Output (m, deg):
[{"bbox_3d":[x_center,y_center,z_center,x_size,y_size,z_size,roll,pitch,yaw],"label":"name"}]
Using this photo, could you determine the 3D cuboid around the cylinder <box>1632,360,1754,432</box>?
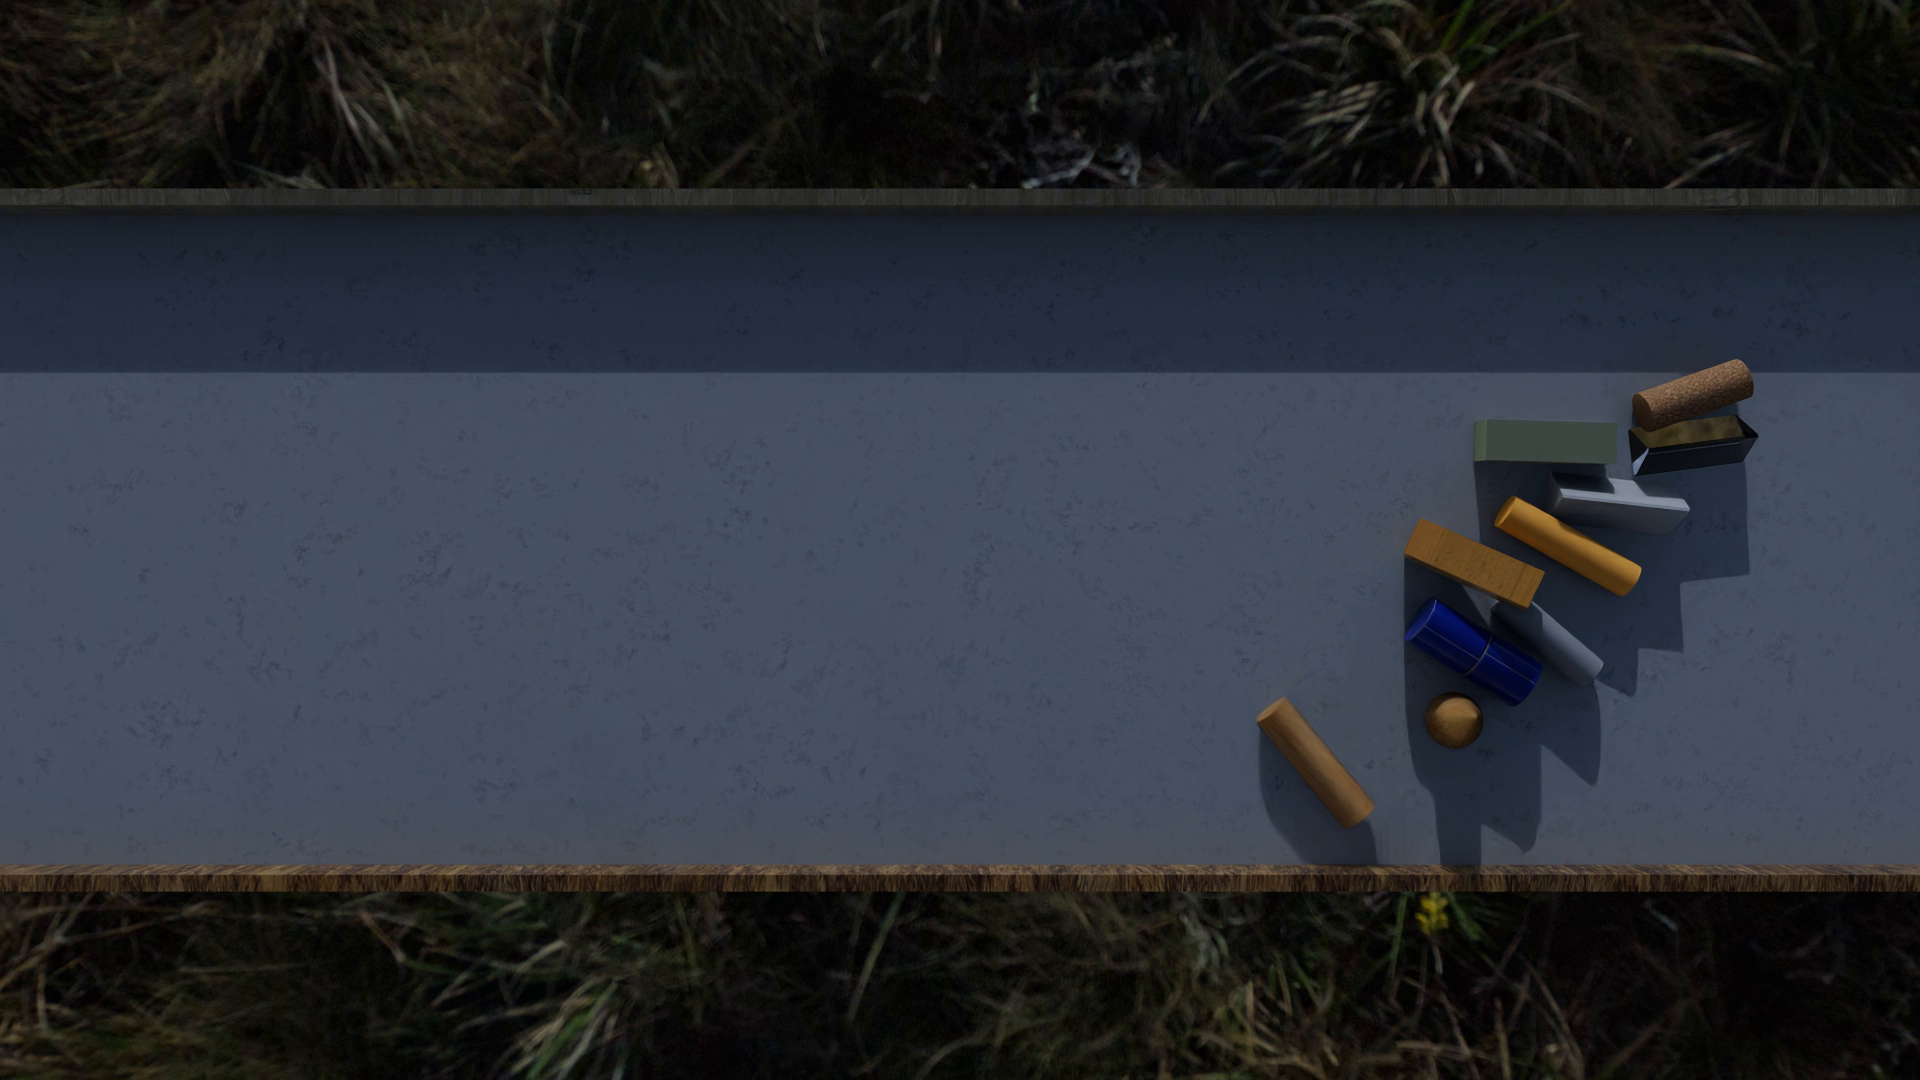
[{"bbox_3d":[2.226,-0.438,5.014,0.318,0.126,0.126,-19,90,0],"label":"cylinder"}]

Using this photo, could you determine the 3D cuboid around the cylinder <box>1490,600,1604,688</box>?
[{"bbox_3d":[1.786,0.293,5.023,0.352,0.107,0.107,41,90,0],"label":"cylinder"}]

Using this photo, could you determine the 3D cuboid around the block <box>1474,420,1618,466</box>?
[{"bbox_3d":[1.777,-0.296,5.015,0.392,0.122,0.122,2,90,0],"label":"block"}]

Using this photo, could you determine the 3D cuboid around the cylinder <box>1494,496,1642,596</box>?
[{"bbox_3d":[1.849,0.018,5.021,0.436,0.111,0.111,29,90,0],"label":"cylinder"}]

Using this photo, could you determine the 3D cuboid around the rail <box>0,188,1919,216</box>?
[{"bbox_3d":[-2.247,-1.025,5.002,12.000,0.150,0.050,0,90,0],"label":"rail"}]

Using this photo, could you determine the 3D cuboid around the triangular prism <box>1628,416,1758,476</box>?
[{"bbox_3d":[2.230,-0.292,5.010,0.332,0.126,0.145,-7,90,0],"label":"triangular prism"}]

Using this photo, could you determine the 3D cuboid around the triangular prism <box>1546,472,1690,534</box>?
[{"bbox_3d":[1.997,-0.111,5.007,0.383,0.131,0.152,6,90,0],"label":"triangular prism"}]

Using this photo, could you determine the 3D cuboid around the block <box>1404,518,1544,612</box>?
[{"bbox_3d":[1.542,0.075,4.957,0.389,0.118,0.118,26,89,19],"label":"block"}]

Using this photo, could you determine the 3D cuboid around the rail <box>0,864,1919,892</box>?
[{"bbox_3d":[-2.247,1.025,5.001,12.000,0.150,0.050,0,90,0],"label":"rail"}]

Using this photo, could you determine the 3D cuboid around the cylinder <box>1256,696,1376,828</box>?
[{"bbox_3d":[1.083,0.676,5.018,0.117,0.117,0.421,-40,90,0],"label":"cylinder"}]

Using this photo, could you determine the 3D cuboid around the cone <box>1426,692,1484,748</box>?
[{"bbox_3d":[1.486,0.526,4.852,0.173,0.424,0.173,-1,82,8],"label":"cone"}]

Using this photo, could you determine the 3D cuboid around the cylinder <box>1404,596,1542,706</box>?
[{"bbox_3d":[1.553,0.338,4.997,0.376,0.159,0.159,32,90,0],"label":"cylinder"}]
